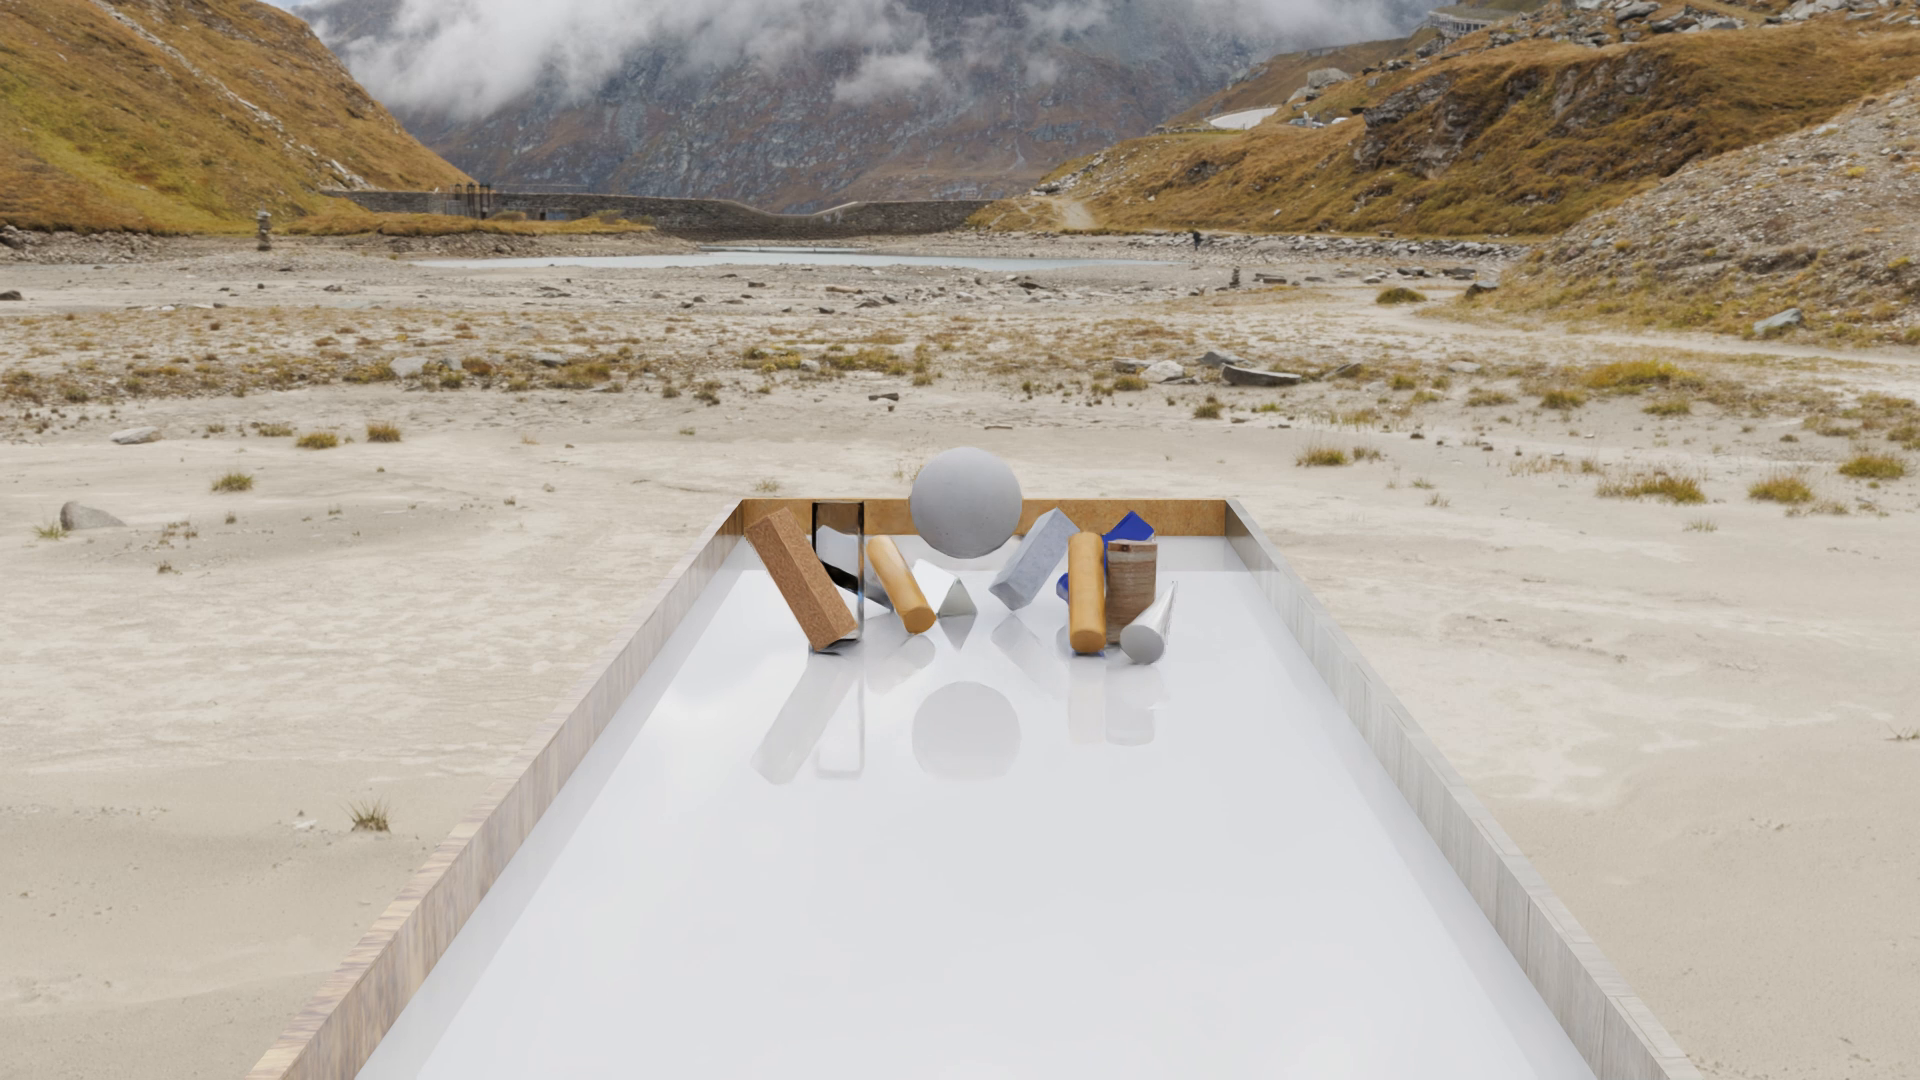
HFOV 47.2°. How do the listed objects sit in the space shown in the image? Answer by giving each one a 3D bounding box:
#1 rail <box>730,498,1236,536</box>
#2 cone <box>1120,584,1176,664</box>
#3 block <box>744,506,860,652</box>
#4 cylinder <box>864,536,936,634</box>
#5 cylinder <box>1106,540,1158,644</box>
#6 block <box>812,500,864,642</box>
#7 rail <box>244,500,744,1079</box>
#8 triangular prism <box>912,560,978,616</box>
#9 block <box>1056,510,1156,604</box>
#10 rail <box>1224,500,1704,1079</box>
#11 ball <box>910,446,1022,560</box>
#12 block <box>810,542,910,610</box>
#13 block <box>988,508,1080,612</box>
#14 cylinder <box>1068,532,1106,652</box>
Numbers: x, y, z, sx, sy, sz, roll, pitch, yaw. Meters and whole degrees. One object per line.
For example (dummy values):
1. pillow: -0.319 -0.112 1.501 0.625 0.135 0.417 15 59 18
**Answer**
1. rail: 0.099 -0.098 9.147 2.100 0.150 0.050 0 9 1
2. cone: 0.613 0.221 6.757 0.141 0.141 0.355 4 32 24
3. block: -0.491 0.121 6.829 0.110 0.436 0.110 -31 -1 35
4. cylinder: -0.199 0.144 7.227 0.106 0.106 0.424 -4 34 -21
5. cylinder: 0.538 0.163 6.948 0.158 0.313 0.158 2 5 0
6. block: -0.387 0.097 6.965 0.144 0.436 0.144 1 3 5
7. rail: -1.004 0.839 3.234 0.050 0.150 12.000 0 9 1
8. triangular prism: -0.075 0.157 7.585 0.149 0.129 0.386 -3 10 -20
9. block: 0.491 0.074 7.435 0.365 0.108 0.108 -43 -15 -16
10. rail: 1.046 0.843 3.208 0.050 0.150 12.000 0 9 1
11. ball: 0.021 -0.122 7.256 0.370 0.370 0.370 0 9 0
12. block: -0.347 0.093 7.521 0.345 0.122 0.122 26 62 19
13. block: 0.255 0.066 7.499 0.358 0.117 0.117 -54 15 -31
14. cylinder: 0.396 0.162 6.882 0.114 0.114 0.389 0 51 1
